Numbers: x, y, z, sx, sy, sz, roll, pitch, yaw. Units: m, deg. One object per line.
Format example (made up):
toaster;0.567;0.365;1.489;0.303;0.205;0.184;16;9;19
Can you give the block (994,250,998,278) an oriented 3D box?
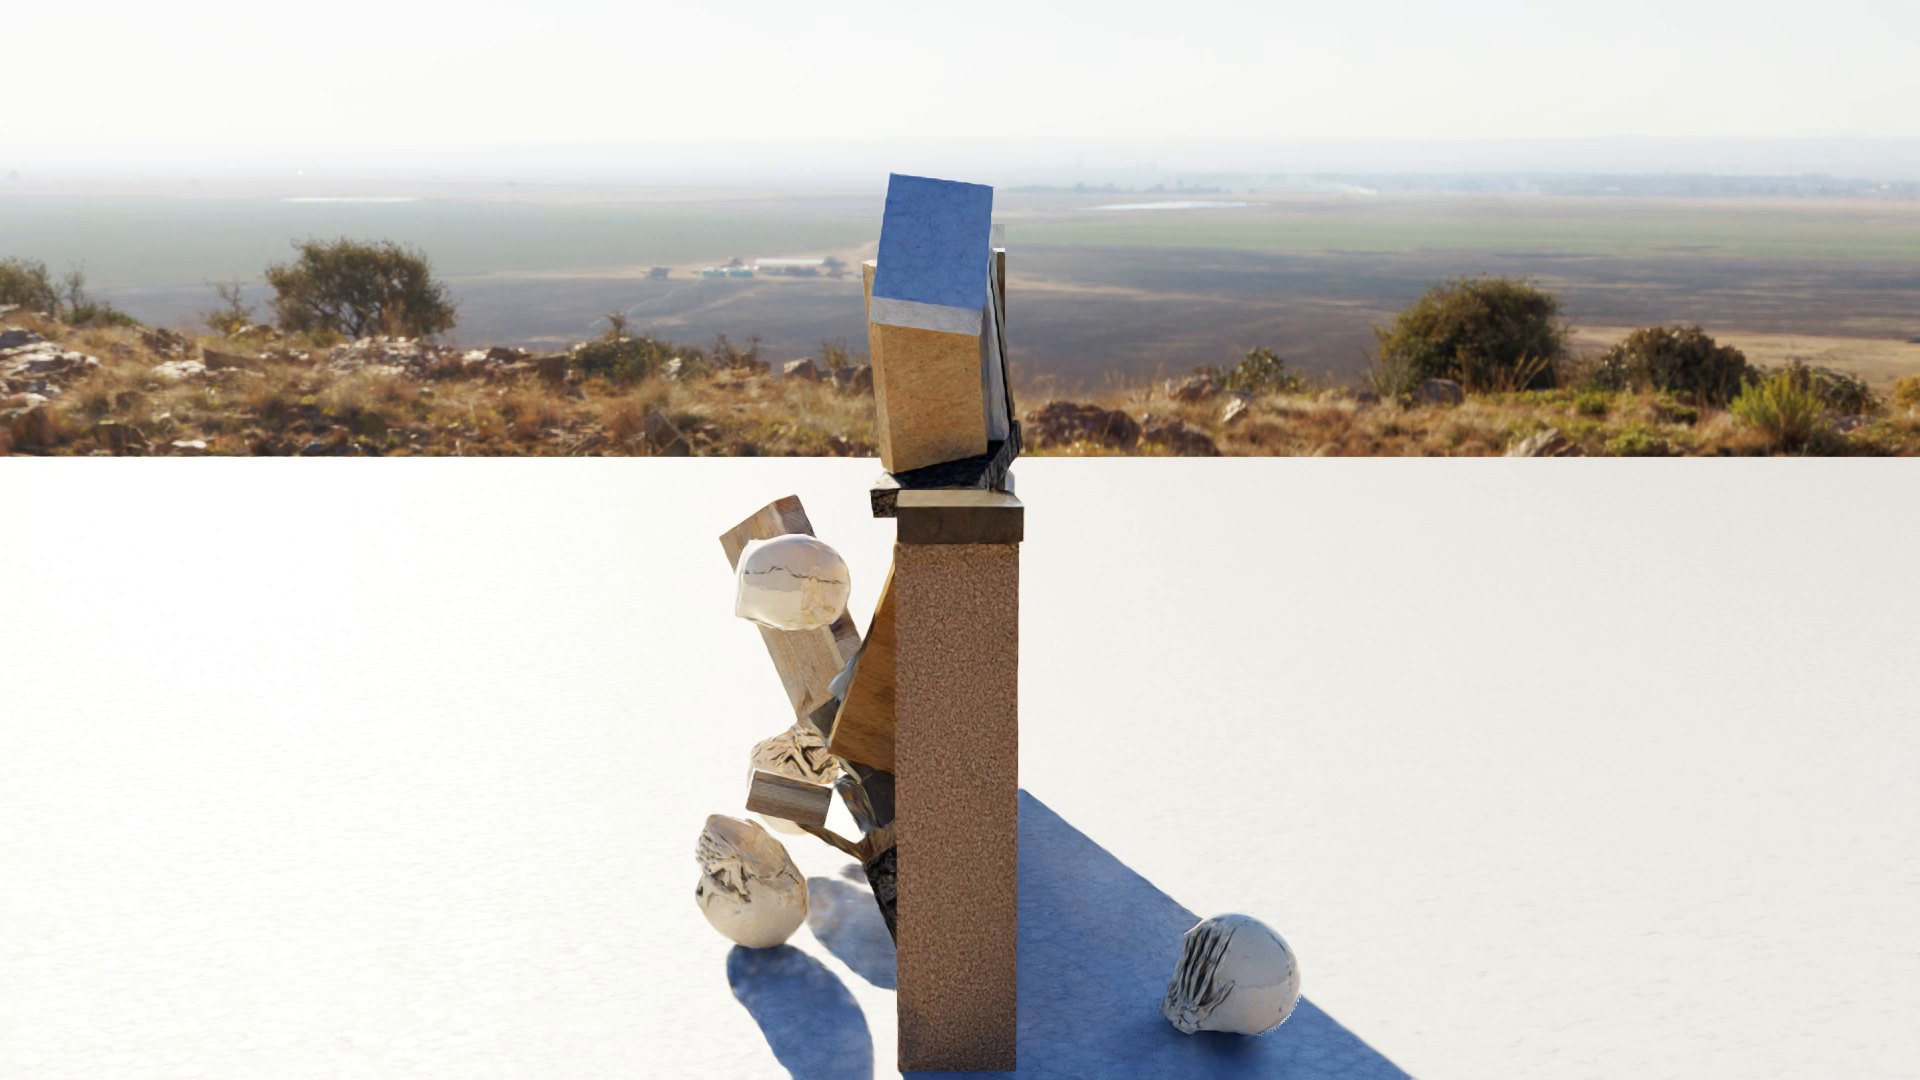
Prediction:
block;-0.012;-0.312;3.869;0.151;0.394;0.043;1;6;4

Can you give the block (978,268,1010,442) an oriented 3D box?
block;-0.025;-0.329;3.648;0.170;0.340;0.048;-5;15;9

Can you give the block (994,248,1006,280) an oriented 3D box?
block;-0.004;-0.516;4.046;0.171;0.048;0.341;0;10;1

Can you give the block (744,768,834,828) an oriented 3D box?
block;-0.249;0.376;3.203;0.120;0.060;0.017;14;1;-9

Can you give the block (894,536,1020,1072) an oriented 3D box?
block;-0.004;0.357;2.912;0.160;0.732;0.045;0;13;0

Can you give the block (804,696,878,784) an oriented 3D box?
block;-0.158;0.281;3.112;0.060;0.120;0.017;-34;-14;-31

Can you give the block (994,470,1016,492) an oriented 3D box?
block;-0.009;0.053;3.713;0.173;0.346;0.049;0;-12;19

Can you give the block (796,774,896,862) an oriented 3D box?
block;-0.150;0.407;3.265;0.121;0.034;0.241;-29;18;-22

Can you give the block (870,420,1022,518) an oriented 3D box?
block;-0.018;-0.121;3.655;0.173;0.049;0.346;-1;20;15

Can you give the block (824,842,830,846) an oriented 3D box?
block;-0.183;0.525;3.832;0.098;0.014;0.049;-2;1;33

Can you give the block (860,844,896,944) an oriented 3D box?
block;-0.056;0.531;3.246;0.121;0.241;0.034;-30;21;-24

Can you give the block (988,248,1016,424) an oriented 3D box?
block;-0.002;-0.340;3.731;0.151;0.302;0.043;-3;27;11

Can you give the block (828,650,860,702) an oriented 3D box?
block;-0.108;0.174;3.095;0.075;0.156;0.021;38;13;-10

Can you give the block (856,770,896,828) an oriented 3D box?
block;-0.117;0.345;3.149;0.060;0.120;0.017;-33;21;-31

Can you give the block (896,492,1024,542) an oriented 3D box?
block;-0.003;-0.033;2.919;0.160;0.045;0.320;0;5;-1

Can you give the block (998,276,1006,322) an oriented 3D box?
block;-0.005;-0.303;3.967;0.171;0.341;0.048;0;10;1

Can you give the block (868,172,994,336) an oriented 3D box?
block;-0.042;-0.452;3.453;0.170;0.048;0.340;7;42;-2

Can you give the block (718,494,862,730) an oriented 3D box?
block;-0.258;0.118;3.550;0.049;0.346;0.173;-20;-7;-42

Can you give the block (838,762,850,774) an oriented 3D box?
block;-0.126;0.304;3.302;0.063;0.125;0.018;34;-22;-6

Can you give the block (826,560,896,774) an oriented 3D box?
block;-0.056;0.167;3.053;0.160;0.320;0.045;19;9;-10

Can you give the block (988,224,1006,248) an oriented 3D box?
block;-0.021;-0.522;3.781;0.151;0.043;0.302;1;8;10

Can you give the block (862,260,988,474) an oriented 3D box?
block;-0.055;-0.292;3.555;0.170;0.340;0.048;-13;21;-23
